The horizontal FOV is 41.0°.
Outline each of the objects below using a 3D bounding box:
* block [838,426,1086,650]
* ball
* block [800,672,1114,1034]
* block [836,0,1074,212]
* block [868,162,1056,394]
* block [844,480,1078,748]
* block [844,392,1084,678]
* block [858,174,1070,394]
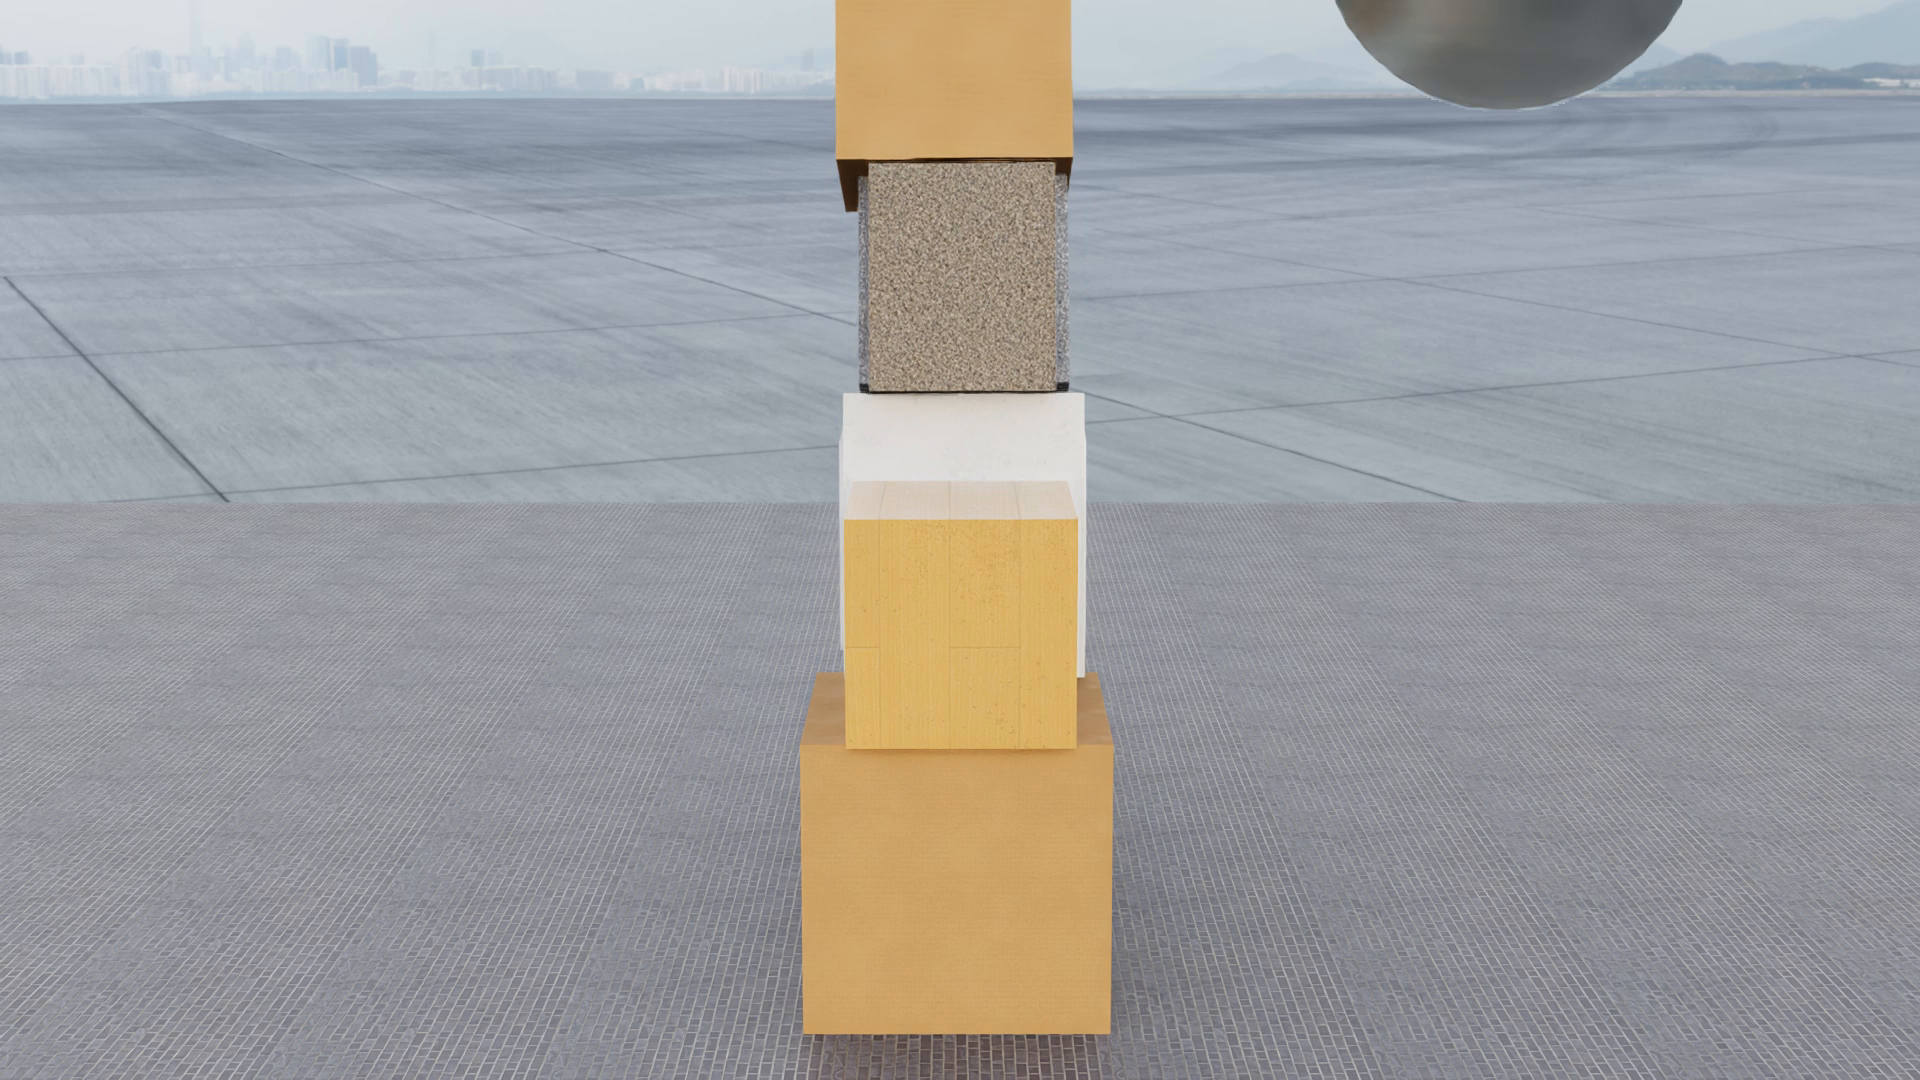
[{"bbox_3d":[0.006,-0.063,11.734,1.075,0.924,1.081,0,10,-1],"label":"block"},{"bbox_3d":[2.295,-2.605,10.707,1.600,1.600,1.600,0,10,0],"label":"ball"},{"bbox_3d":[-0.012,1.184,9.963,1.137,1.106,1.141,0,10,0],"label":"block"},{"bbox_3d":[-0.026,-2.007,11.006,0.972,0.998,0.864,-1,-7,0],"label":"block"},{"bbox_3d":[0.008,-1.021,10.280,0.720,0.881,0.750,0,1,0],"label":"block"},{"bbox_3d":[0.002,0.262,9.601,0.831,0.839,0.875,0,10,0],"label":"block"},{"bbox_3d":[0.010,-0.025,10.611,0.949,1.120,1.033,0,1,-1],"label":"block"},{"bbox_3d":[0.014,-1.028,11.221,0.878,0.886,1.008,0,-7,0],"label":"block"}]
